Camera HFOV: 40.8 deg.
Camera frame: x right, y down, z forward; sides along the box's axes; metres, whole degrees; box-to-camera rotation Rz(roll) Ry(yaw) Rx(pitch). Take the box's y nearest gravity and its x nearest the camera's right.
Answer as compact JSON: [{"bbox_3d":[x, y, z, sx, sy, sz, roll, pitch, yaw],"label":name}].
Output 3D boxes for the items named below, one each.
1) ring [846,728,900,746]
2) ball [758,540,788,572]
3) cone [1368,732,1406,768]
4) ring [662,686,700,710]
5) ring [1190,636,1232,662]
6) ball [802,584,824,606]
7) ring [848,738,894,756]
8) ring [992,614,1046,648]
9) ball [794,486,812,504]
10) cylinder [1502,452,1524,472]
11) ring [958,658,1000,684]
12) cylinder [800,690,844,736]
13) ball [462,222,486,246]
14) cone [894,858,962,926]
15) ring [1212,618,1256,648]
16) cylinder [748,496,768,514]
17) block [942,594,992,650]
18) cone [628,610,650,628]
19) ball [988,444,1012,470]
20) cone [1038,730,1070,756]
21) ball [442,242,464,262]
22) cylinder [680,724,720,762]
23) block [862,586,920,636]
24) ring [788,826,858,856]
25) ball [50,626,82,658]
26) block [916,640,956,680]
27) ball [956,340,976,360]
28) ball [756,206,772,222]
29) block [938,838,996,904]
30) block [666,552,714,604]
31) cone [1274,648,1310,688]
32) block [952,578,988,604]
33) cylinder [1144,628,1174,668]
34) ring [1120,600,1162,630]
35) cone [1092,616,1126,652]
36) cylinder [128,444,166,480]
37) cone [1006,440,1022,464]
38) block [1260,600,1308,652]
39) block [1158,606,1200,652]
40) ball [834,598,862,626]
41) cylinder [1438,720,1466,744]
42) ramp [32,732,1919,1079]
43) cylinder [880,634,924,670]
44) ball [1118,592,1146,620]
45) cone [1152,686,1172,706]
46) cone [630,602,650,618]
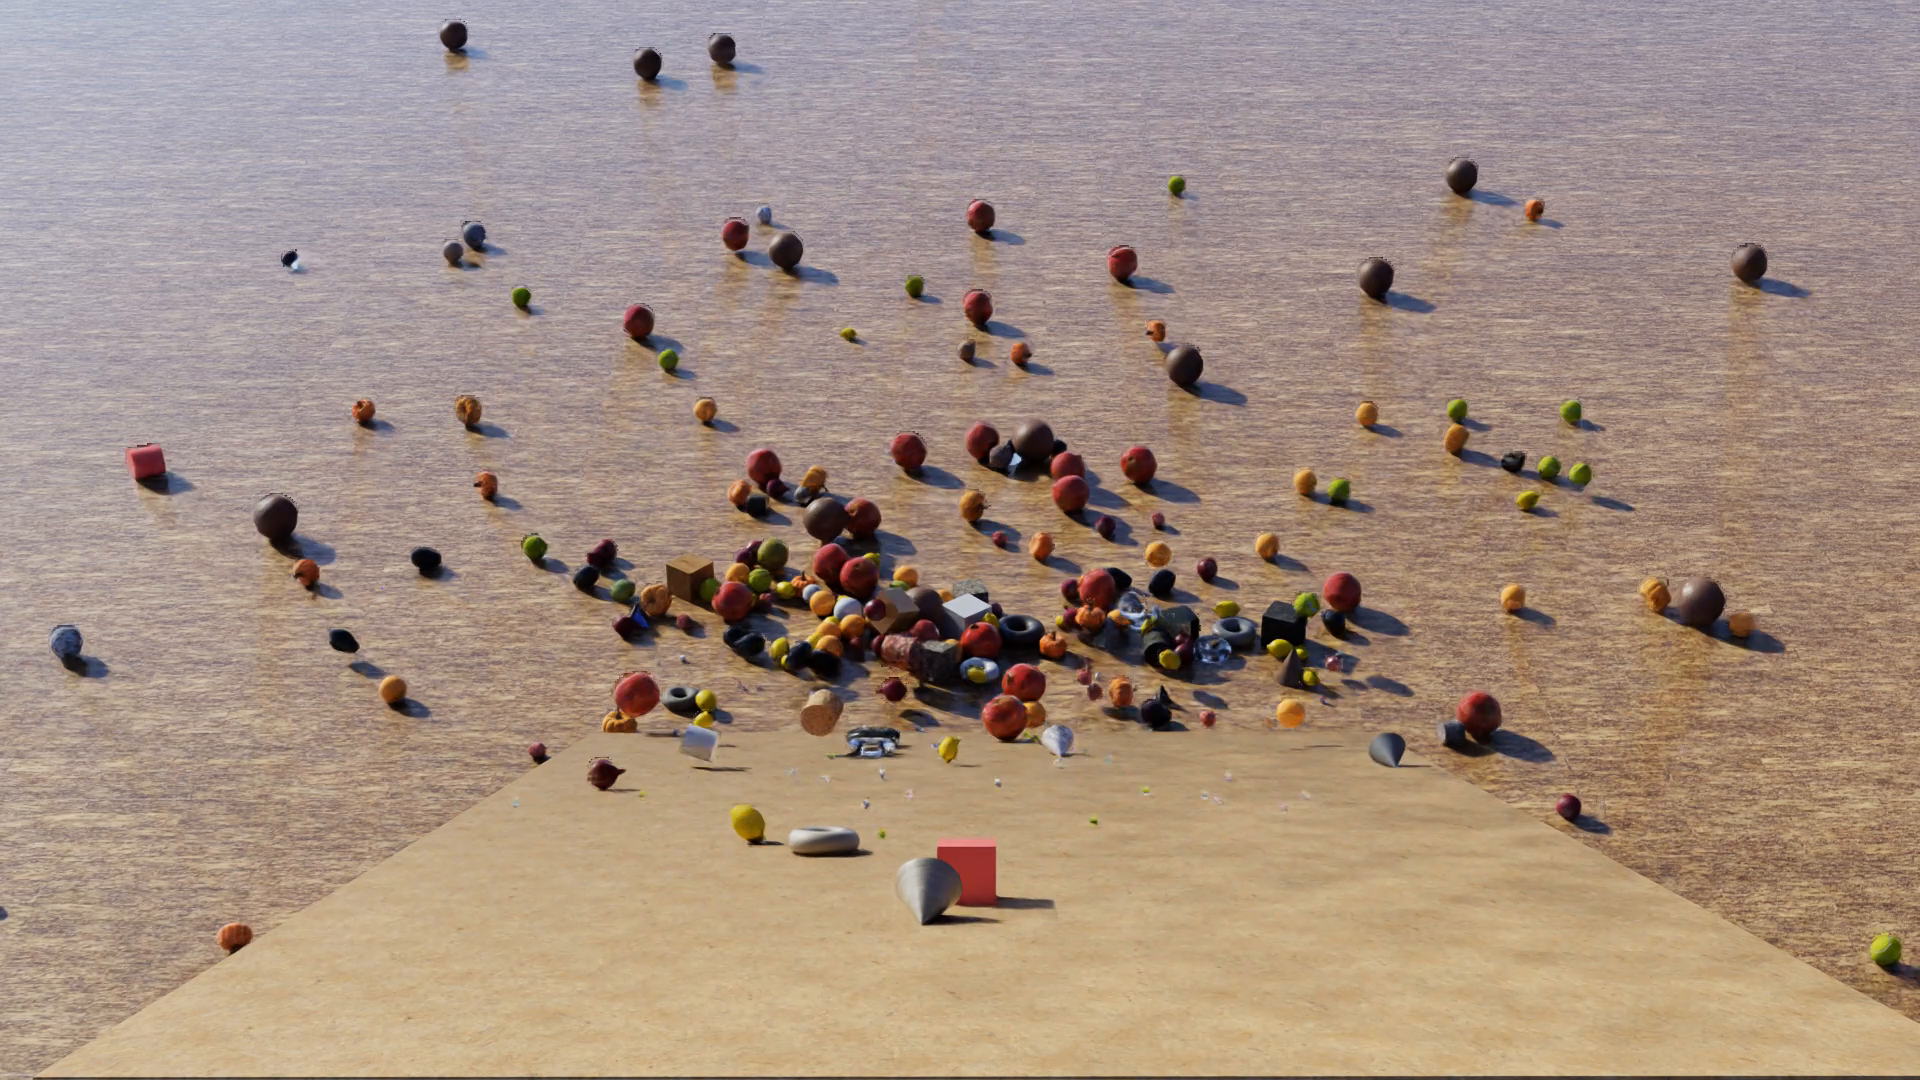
[{"bbox_3d":[-0.209,0.476,6.212,0.131,0.044,0.131,-1,1,0],"label":"ring"},{"bbox_3d":[-0.546,0.045,7.540,0.091,0.091,0.091,0,28,0],"label":"ball"},{"bbox_3d":[0.956,0.483,5.722,0.083,0.083,0.083,-3,28,-5],"label":"cone"},{"bbox_3d":[-0.744,0.421,6.893,0.101,0.034,0.101,0,27,0],"label":"ring"},{"bbox_3d":[0.691,0.301,7.117,0.112,0.037,0.112,0,29,0],"label":"ring"},{"bbox_3d":[-0.419,0.156,7.365,0.060,0.060,0.060,0,28,0],"label":"ball"},{"bbox_3d":[-0.206,0.481,6.030,0.108,0.036,0.108,1,0,0],"label":"ring"},{"bbox_3d":[0.164,0.255,7.191,0.148,0.049,0.148,1,27,0],"label":"ring"},{"bbox_3d":[-0.481,-0.137,7.923,0.054,0.054,0.054,0,28,0],"label":"ball"},{"bbox_3d":[1.740,-0.247,8.128,0.055,0.055,0.055,15,32,25],"label":"cylinder"},{"bbox_3d":[0.053,0.355,7.015,0.112,0.037,0.112,1,28,-1],"label":"ring"},{"bbox_3d":[-0.321,0.402,6.011,0.082,0.082,0.082,5,23,10],"label":"cylinder"},{"bbox_3d":[-1.846,-1.161,9.817,0.088,0.088,0.088,0,28,0],"label":"ball"},{"bbox_3d":[-0.049,0.507,3.584,0.097,0.097,0.097,2,27,4],"label":"cone"},{"bbox_3d":[0.762,0.257,7.193,0.126,0.042,0.126,1,27,-1],"label":"ring"},{"bbox_3d":[-0.615,-0.107,7.864,0.057,0.057,0.057,2,28,5],"label":"cylinder"},{"bbox_3d":[0.018,0.225,7.191,0.099,0.099,0.099,-22,35,-36],"label":"block"},{"bbox_3d":[-0.893,0.232,7.258,0.054,0.054,0.054,32,33,2],"label":"cone"},{"bbox_3d":[0.127,-0.262,8.133,0.077,0.077,0.077,0,28,0],"label":"ball"},{"bbox_3d":[0.230,0.482,5.993,0.078,0.078,0.078,-9,4,-17],"label":"cone"},{"bbox_3d":[-1.901,-1.081,9.677,0.078,0.078,0.078,0,28,0],"label":"ball"},{"bbox_3d":[-0.574,0.449,5.707,0.069,0.069,0.069,17,30,4],"label":"cylinder"},{"bbox_3d":[-0.190,0.196,7.140,0.092,0.092,0.092,50,29,21],"label":"block"},{"bbox_3d":[-0.228,0.501,4.300,0.120,0.040,0.120,1,0,0],"label":"ring"},{"bbox_3d":[-2.456,0.281,7.098,0.088,0.088,0.088,0,28,0],"label":"ball"},{"bbox_3d":[-0.064,0.324,7.007,0.079,0.079,0.079,11,19,29],"label":"block"},{"bbox_3d":[0.023,-0.653,8.882,0.067,0.067,0.067,0,28,0],"label":"ball"},{"bbox_3d":[-0.761,-1.268,10.045,0.063,0.063,0.063,0,28,0],"label":"ball"},{"bbox_3d":[0.010,0.484,3.774,0.085,0.085,0.085,0,1,0],"label":"block"},{"bbox_3d":[-0.774,0.108,7.417,0.096,0.096,0.096,21,34,34],"label":"block"},{"bbox_3d":[0.901,0.332,6.992,0.098,0.098,0.098,0,28,0],"label":"cone"},{"bbox_3d":[0.030,0.169,7.316,0.082,0.082,0.082,-8,29,-14],"label":"block"},{"bbox_3d":[0.543,0.295,7.082,0.080,0.080,0.080,1,28,1],"label":"cylinder"},{"bbox_3d":[0.513,0.211,7.280,0.126,0.042,0.126,1,29,0],"label":"ring"},{"bbox_3d":[0.414,0.245,7.162,0.092,0.092,0.092,0,28,0],"label":"cone"},{"bbox_3d":[-2.546,-0.244,8.083,0.093,0.093,0.093,-15,31,-26],"label":"cylinder"},{"bbox_3d":[0.158,-0.287,8.186,0.072,0.072,0.072,0,28,0],"label":"cone"},{"bbox_3d":[0.899,0.241,7.165,0.097,0.097,0.097,13,31,24],"label":"block"},{"bbox_3d":[0.605,0.246,7.167,0.087,0.087,0.087,-10,30,-18],"label":"block"},{"bbox_3d":[-0.314,0.202,7.254,0.082,0.082,0.082,0,28,0],"label":"ball"},{"bbox_3d":[1.278,0.500,6.722,0.054,0.054,0.054,-7,29,-13],"label":"cylinder"},{"bbox_3d":[0.063,0.566,4.606,2.000,0.100,4.000,0,1,0],"label":"ramp"},{"bbox_3d":[-0.156,0.302,6.956,0.085,0.085,0.085,8,28,27],"label":"cylinder"},{"bbox_3d":[0.475,0.182,7.148,0.078,0.078,0.078,0,28,0],"label":"ball"},{"bbox_3d":[0.538,0.407,6.898,0.053,0.053,0.053,0,28,0],"label":"cone"},{"bbox_3d":[-0.901,0.208,7.305,0.051,0.051,0.051,25,26,-11],"label":"cone"}]
